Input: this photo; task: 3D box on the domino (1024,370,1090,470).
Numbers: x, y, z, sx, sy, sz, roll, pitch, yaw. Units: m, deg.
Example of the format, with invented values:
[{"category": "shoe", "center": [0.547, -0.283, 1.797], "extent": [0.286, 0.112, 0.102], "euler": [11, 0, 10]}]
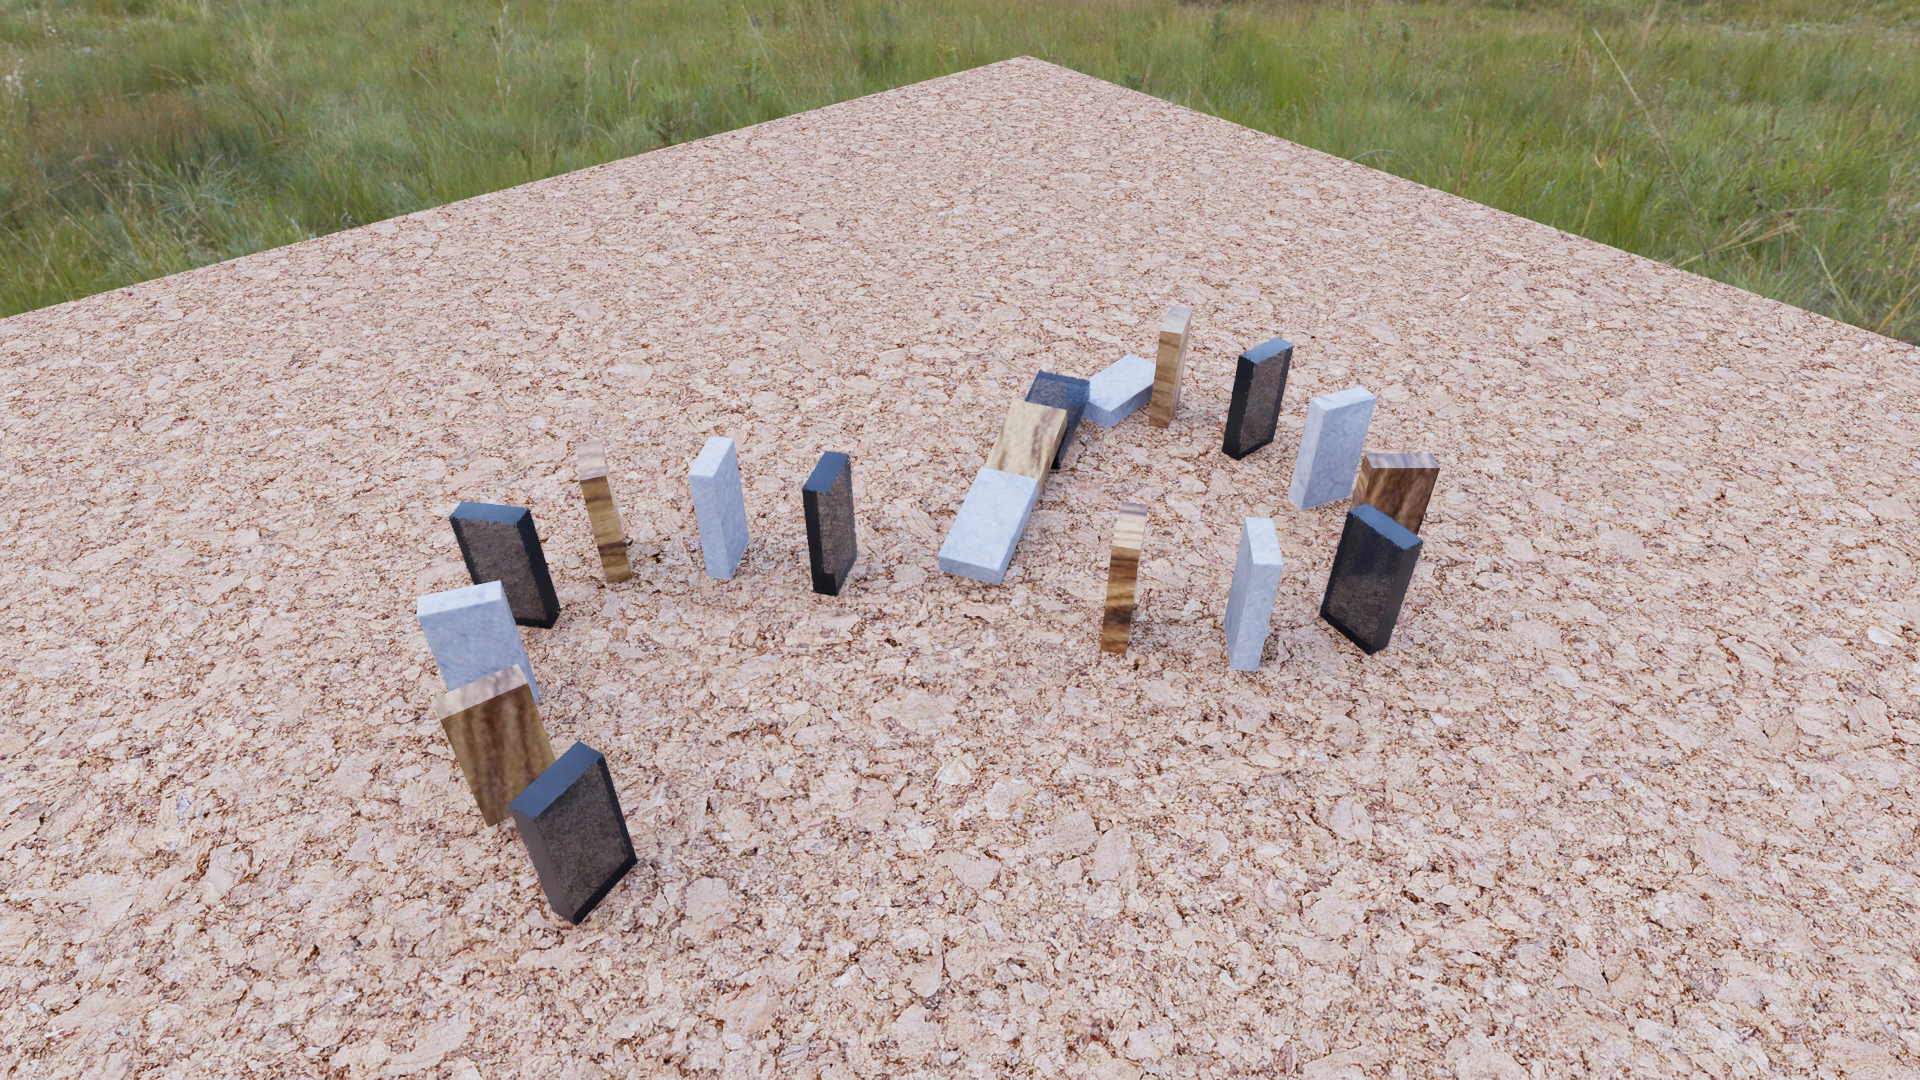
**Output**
[{"category": "domino", "center": [0.040, -0.055, 0.503], "extent": [0.025, 0.009, 0.050], "euler": [13, 53, 16]}]

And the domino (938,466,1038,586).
[{"category": "domino", "center": [0.012, -0.006, 0.444], "extent": [0.025, 0.009, 0.050], "euler": [14, 52, 16]}]

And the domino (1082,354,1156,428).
[{"category": "domino", "center": [0.077, -0.073, 0.532], "extent": [0.025, 0.010, 0.050], "euler": [30, 48, 32]}]

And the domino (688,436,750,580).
[{"category": "domino", "center": [-0.093, -0.012, 0.426], "extent": [0.009, 0.050, 0.025], "euler": [6, 40, 7]}]

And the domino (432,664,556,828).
[{"category": "domino", "center": [-0.139, 0.063, 0.334], "extent": [0.025, 0.050, 0.009], "euler": [-24, 45, -26]}]

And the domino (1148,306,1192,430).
[{"category": "domino", "center": [0.097, -0.080, 0.509], "extent": [0.010, 0.050, 0.025], "euler": [13, 41, 16]}]

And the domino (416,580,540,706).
[{"category": "domino", "center": [-0.159, 0.038, 0.365], "extent": [0.025, 0.050, 0.009], "euler": [-12, 41, -14]}]

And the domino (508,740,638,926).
[{"category": "domino", "center": [-0.108, 0.083, 0.310], "extent": [0.009, 0.050, 0.025], "euler": [20, 43, 23]}]

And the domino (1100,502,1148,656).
[{"category": "domino", "center": [0.059, 0.014, 0.394], "extent": [0.010, 0.050, 0.025], "euler": [9, 40, 10]}]

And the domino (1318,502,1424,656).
[{"category": "domino", "center": [0.146, 0.014, 0.394], "extent": [0.009, 0.050, 0.025], "euler": [-21, 44, -23]}]

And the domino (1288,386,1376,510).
[{"category": "domino", "center": [0.154, -0.038, 0.457], "extent": [0.025, 0.050, 0.010], "euler": [-15, 42, -17]}]

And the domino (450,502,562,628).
[{"category": "domino", "center": [-0.164, 0.010, 0.400], "extent": [0.025, 0.050, 0.009], "euler": [6, 40, 7]}]

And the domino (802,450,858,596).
[{"category": "domino", "center": [-0.049, -0.006, 0.419], "extent": [0.009, 0.050, 0.025], "euler": [9, 40, 11]}]

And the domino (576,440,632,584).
[{"category": "domino", "center": [-0.137, -0.011, 0.425], "extent": [0.009, 0.050, 0.025], "euler": [-12, 41, -14]}]

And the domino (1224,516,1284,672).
[{"category": "domino", "center": [0.103, 0.019, 0.388], "extent": [0.009, 0.050, 0.025], "euler": [3, 39, 4]}]

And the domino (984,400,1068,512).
[{"category": "domino", "center": [0.027, -0.037, 0.478], "extent": [0.025, 0.010, 0.050], "euler": [13, 58, 16]}]

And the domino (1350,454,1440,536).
[{"category": "domino", "center": [0.164, -0.010, 0.424], "extent": [0.025, 0.050, 0.010], "euler": [0, 39, 0]}]

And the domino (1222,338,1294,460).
[{"category": "domino", "center": [0.132, -0.062, 0.487], "extent": [0.025, 0.050, 0.009], "euler": [-27, 47, -29]}]
